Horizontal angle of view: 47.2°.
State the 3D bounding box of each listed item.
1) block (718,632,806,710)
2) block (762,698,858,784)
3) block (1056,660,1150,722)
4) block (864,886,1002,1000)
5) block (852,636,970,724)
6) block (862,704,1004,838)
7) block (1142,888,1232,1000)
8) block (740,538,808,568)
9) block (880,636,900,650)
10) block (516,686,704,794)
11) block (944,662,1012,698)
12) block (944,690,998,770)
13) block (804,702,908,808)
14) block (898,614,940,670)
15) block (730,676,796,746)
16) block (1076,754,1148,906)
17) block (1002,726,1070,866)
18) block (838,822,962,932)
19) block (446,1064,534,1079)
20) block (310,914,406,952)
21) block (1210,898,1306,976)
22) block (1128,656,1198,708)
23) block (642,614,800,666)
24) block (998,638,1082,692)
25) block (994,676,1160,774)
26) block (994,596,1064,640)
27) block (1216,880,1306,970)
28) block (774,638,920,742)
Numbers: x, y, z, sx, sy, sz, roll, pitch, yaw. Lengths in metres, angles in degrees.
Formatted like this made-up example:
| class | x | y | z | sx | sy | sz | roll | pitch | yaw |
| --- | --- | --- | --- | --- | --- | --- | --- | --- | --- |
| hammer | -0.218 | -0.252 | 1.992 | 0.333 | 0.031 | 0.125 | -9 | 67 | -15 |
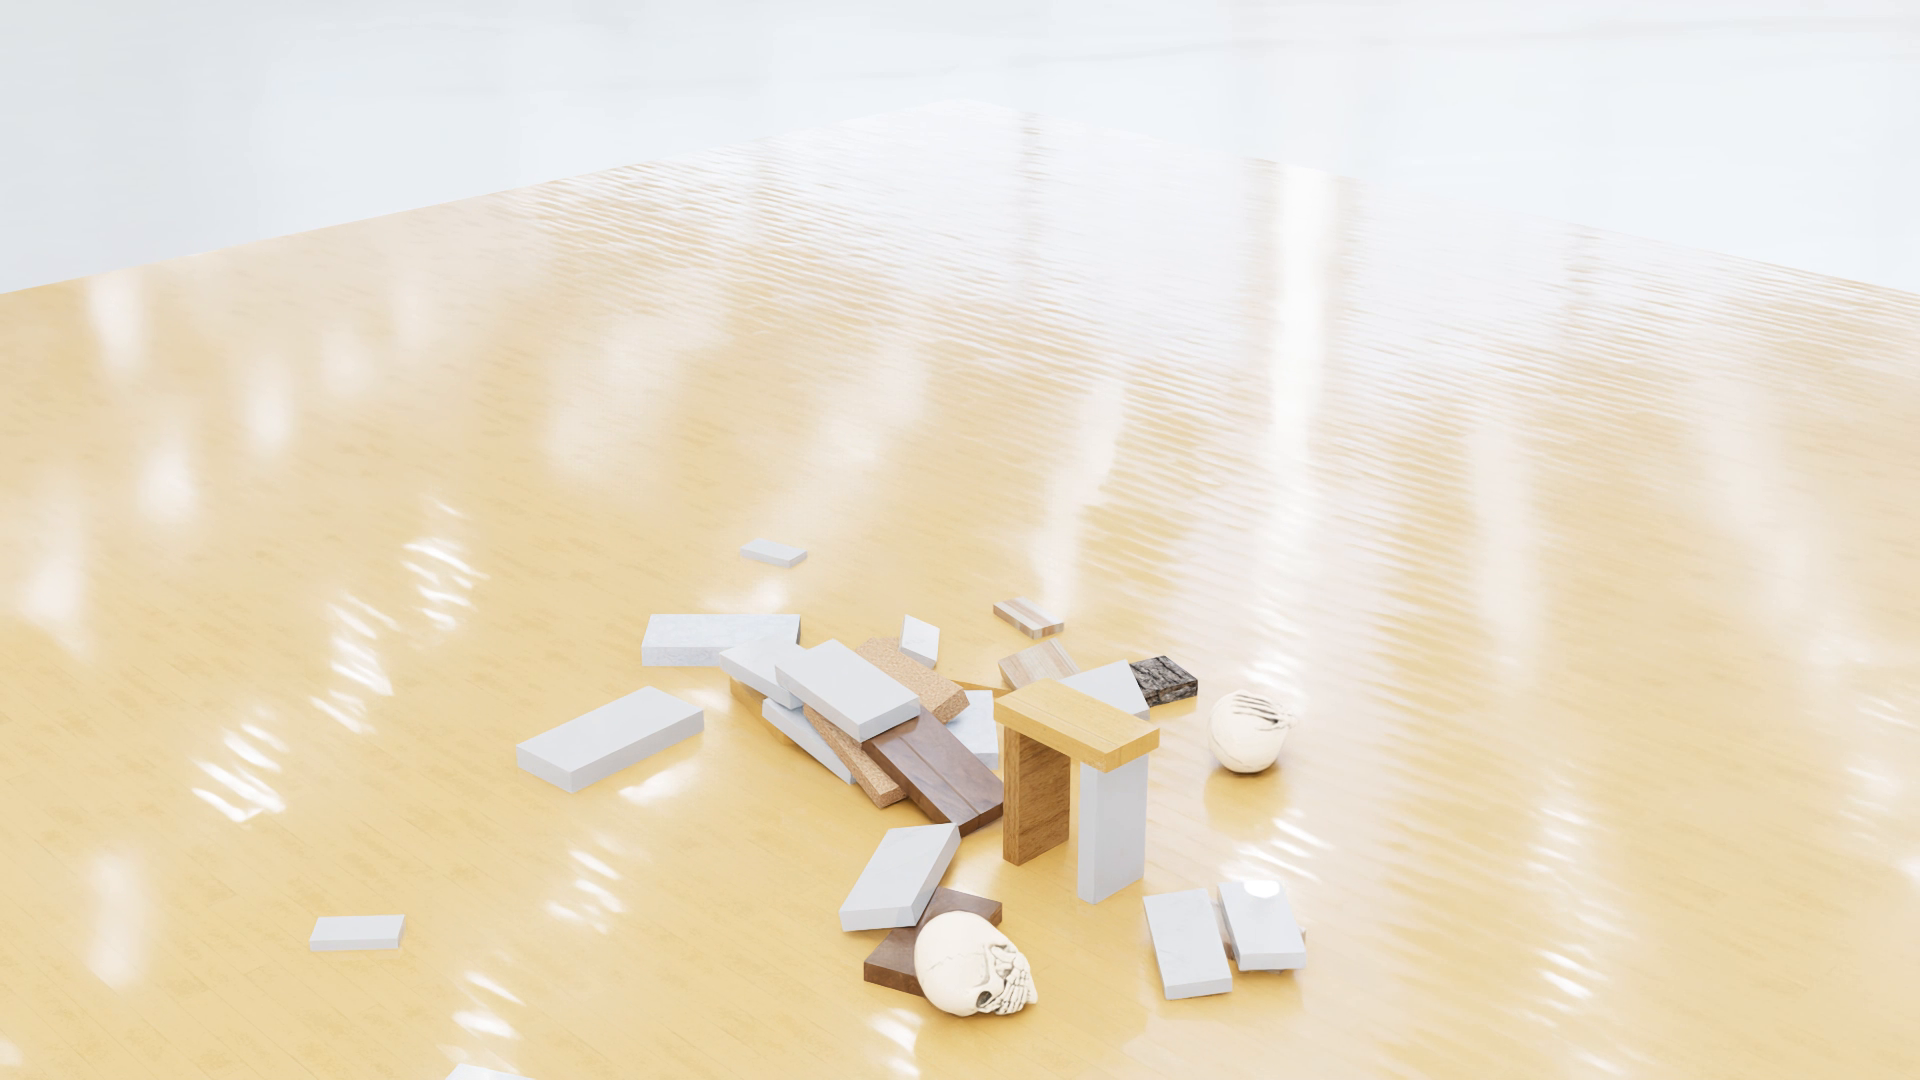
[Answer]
| class | x | y | z | sx | sy | sz | roll | pitch | yaw |
| --- | --- | --- | --- | --- | --- | --- | --- | --- | --- |
| block | -0.387 | 0.284 | 4.800 | 0.146 | 0.041 | 0.292 | -19 | 25 | -32 |
| block | -0.272 | 0.404 | 4.681 | 0.146 | 0.041 | 0.292 | -23 | 42 | -37 |
| block | 0.245 | 0.363 | 4.704 | 0.289 | 0.041 | 0.144 | -17 | 49 | -7 |
| block | -0.046 | 0.728 | 3.994 | 0.141 | 0.040 | 0.283 | 11 | 25 | 23 |
| block | -0.154 | 0.334 | 4.802 | 0.177 | 0.050 | 0.354 | -37 | 34 | -21 |
| block | -0.045 | 0.469 | 4.463 | 0.153 | 0.043 | 0.307 | -24 | 50 | -32 |
| block | 0.407 | 0.724 | 3.950 | 0.118 | 0.034 | 0.237 | -8 | 32 | -2 |
| block | -0.479 | 0.034 | 5.653 | 0.157 | 0.022 | 0.078 | 14 | 27 | 29 |
| block | -0.150 | 0.283 | 5.065 | 0.078 | 0.022 | 0.231 | 1 | 23 | 1 |
| block | -0.745 | 0.422 | 4.701 | 0.177 | 0.050 | 0.370 | 19 | 29 | 37 |
| block | 0.055 | 0.320 | 4.975 | 0.175 | 0.025 | 0.088 | 9 | 25 | 21 |
| block | 0.004 | 0.409 | 4.744 | 0.144 | 0.041 | 0.289 | -1 | 23 | -2 |
| block | -0.182 | 0.415 | 4.577 | 0.153 | 0.043 | 0.307 | -21 | 48 | -26 |
| block | -0.096 | 0.237 | 5.126 | 0.088 | 0.025 | 0.175 | 23 | 22 | -8 |
| block | -0.383 | 0.360 | 4.859 | 0.146 | 0.041 | 0.293 | -12 | 26 | -26 |
| block | 0.288 | 0.527 | 4.143 | 0.041 | 0.292 | 0.146 | 21 | 31 | 41 |
| block | 0.150 | 0.473 | 4.270 | 0.146 | 0.293 | 0.041 | -21 | 31 | -41 |
| block | -0.110 | 0.633 | 4.155 | 0.141 | 0.040 | 0.335 | -8 | 17 | 18 |
| block | -0.769 | 0.904 | 3.602 | 0.157 | 0.022 | 0.079 | 7 | 24 | 17 |
| block | -1.104 | 0.721 | 4.034 | 0.157 | 0.022 | 0.079 | -1 | 23 | -3 |
| block | 0.500 | 0.719 | 4.024 | 0.237 | 0.034 | 0.118 | 13 | 26 | 28 |
| block | 0.375 | 0.332 | 4.927 | 0.283 | 0.040 | 0.141 | -11 | 26 | -25 |
| block | -0.556 | 0.234 | 5.146 | 0.354 | 0.050 | 0.177 | 0 | 23 | 0 |
| block | 0.204 | 0.329 | 4.844 | 0.144 | 0.041 | 0.289 | -22 | 34 | -11 |
| block | 0.217 | 0.346 | 4.143 | 0.146 | 0.041 | 0.292 | -21 | 30 | -40 |
| block | 0.164 | 0.187 | 5.289 | 0.088 | 0.025 | 0.176 | -14 | 27 | -29 |
| block | 0.545 | 0.697 | 3.989 | 0.118 | 0.034 | 0.237 | -1 | 23 | -3 |
| block | -0.237 | 0.312 | 4.599 | 0.153 | 0.043 | 0.307 | -23 | 35 | -31 |
